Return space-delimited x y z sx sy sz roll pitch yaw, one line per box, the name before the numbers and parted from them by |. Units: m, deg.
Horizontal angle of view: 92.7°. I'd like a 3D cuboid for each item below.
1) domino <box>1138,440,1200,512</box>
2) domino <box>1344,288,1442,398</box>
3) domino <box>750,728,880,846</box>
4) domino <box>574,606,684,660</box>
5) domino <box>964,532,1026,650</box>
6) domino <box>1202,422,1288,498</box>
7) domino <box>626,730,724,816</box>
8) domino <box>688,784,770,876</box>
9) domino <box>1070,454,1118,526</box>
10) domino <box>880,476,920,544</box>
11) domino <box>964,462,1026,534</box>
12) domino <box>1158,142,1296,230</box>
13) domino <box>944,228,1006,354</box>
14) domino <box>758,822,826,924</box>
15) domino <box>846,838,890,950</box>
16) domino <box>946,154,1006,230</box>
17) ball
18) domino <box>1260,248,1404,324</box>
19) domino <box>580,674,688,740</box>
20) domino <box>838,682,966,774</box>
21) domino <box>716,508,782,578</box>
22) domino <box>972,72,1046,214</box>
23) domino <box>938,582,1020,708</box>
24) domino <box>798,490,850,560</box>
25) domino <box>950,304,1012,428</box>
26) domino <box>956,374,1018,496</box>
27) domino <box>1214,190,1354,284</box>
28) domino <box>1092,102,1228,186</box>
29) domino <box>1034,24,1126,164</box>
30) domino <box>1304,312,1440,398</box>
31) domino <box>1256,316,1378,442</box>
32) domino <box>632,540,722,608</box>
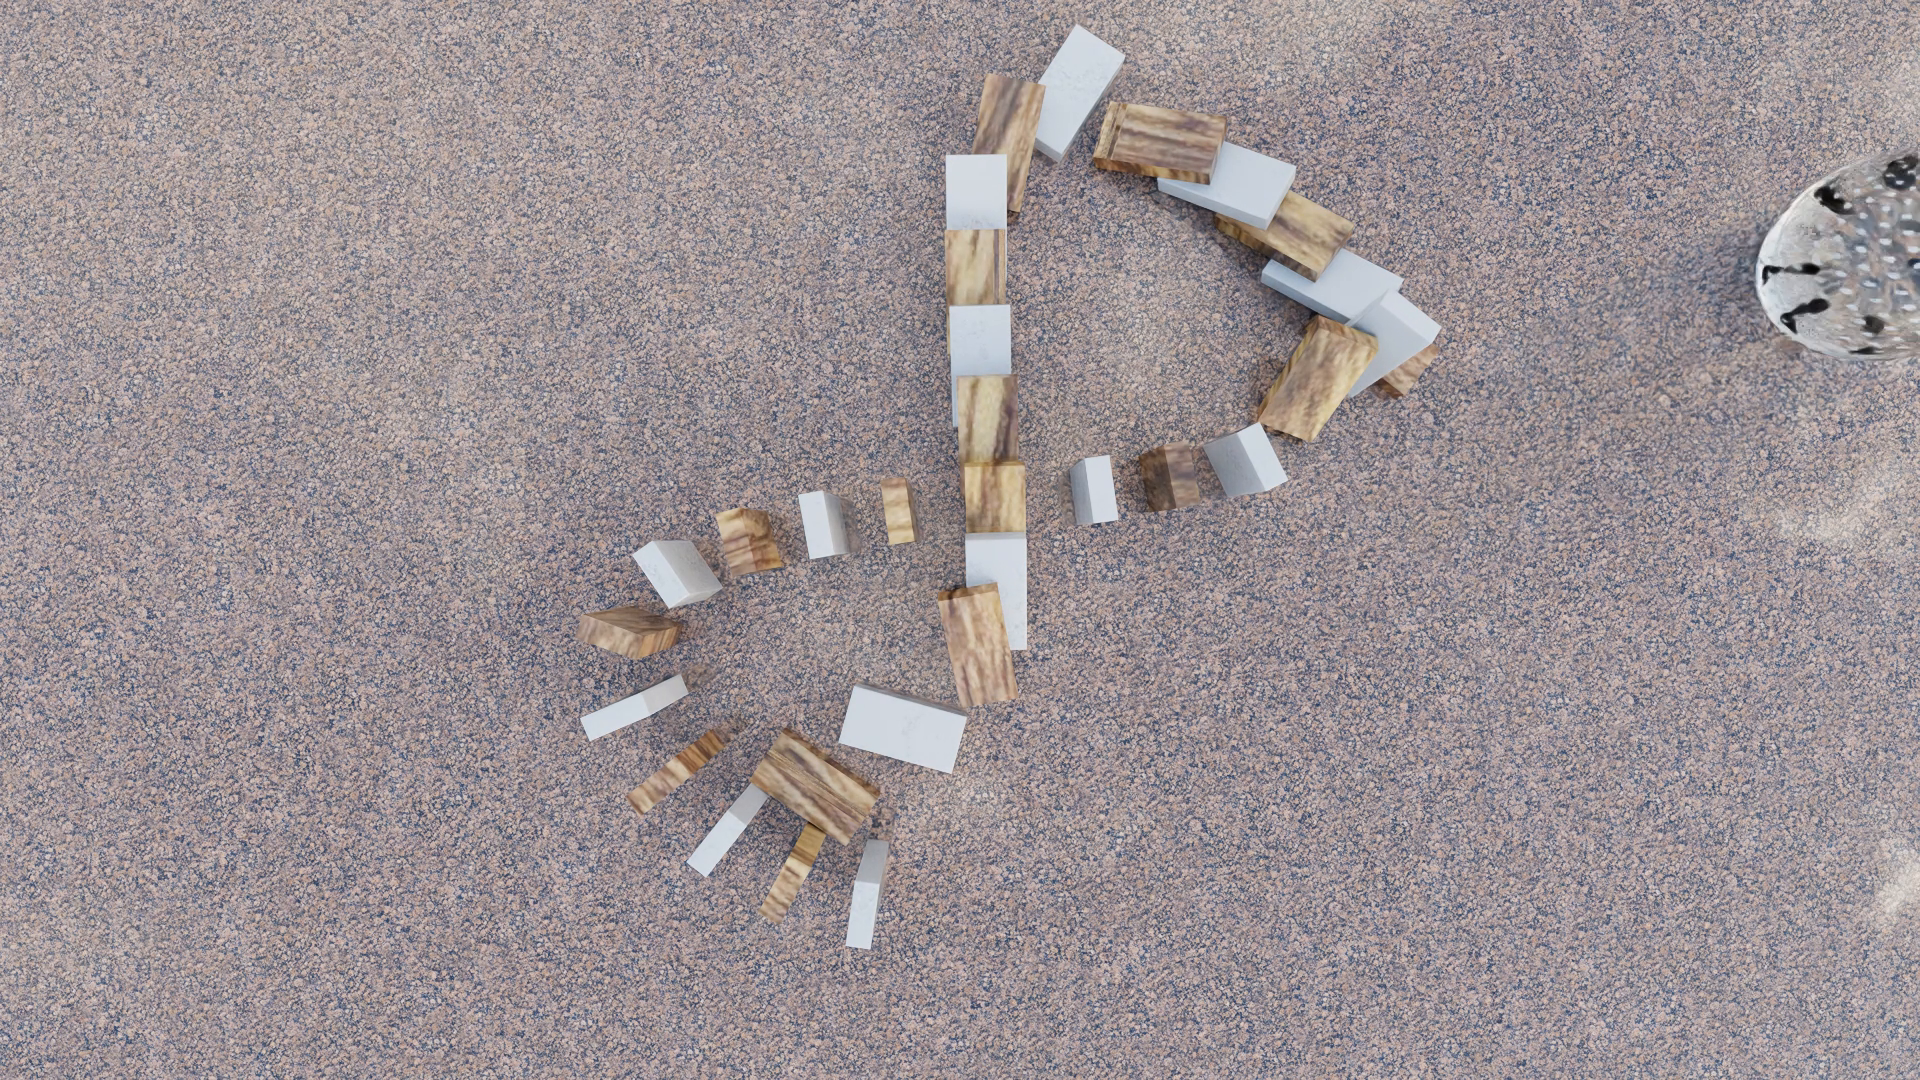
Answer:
domino | 0.085 -0.025 0.375 0.010 0.050 0.025 -12 90 0
domino | 0.168 -0.080 0.375 0.025 0.050 0.010 38 70 0
domino | -0.062 0.106 0.395 0.050 0.009 0.025 34 90 0
domino | -0.134 0.037 0.375 0.025 0.050 0.010 20 90 0
domino | 0.015 0.022 0.387 0.025 0.010 0.050 -2 109 0
domino | 0.116 -0.032 0.375 0.010 0.050 0.025 -26 90 0
domino | -0.115 0.094 0.375 0.025 0.050 0.009 -39 90 0
domino | -0.093 0.116 0.375 0.009 0.050 0.025 38 90 0
domino | 0.054 -0.019 0.375 0.010 0.050 0.025 -8 90 0
domino | -0.024 -0.011 0.375 0.009 0.050 0.025 -9 90 0
domino | 0.015 -0.008 0.389 0.025 0.009 0.050 -2 106 0
domino | 0.112 -0.153 0.388 0.050 0.010 0.025 29 90 19
domino | 0.007 -0.105 0.388 0.025 0.009 0.050 -1 108 0
domino | -0.067 0.134 0.375 0.009 0.050 0.025 29 90 0
domino | -0.037 0.143 0.375 0.010 0.050 0.025 8 90 0
domino | 0.007 -0.136 0.388 0.025 0.009 0.050 -1 108 0
ball | 0.365 -0.111 0.360 0.080 0.080 0.080 0 90 0
domino | 0.156 -0.110 0.387 0.050 0.009 0.025 36 89 19
domino | -0.132 0.068 0.375 0.025 0.050 0.010 -23 90 0
domino | -0.024 0.081 0.395 0.050 0.010 0.025 15 90 0
domino | -0.086 0.001 0.375 0.009 0.050 0.025 -15 90 0
domino | 0.019 -0.167 0.388 0.025 0.009 0.050 12 108 0
domino | 0.008 0.044 0.385 0.025 0.010 0.050 -11 109 3
domino | -0.055 -0.006 0.375 0.010 0.050 0.025 -10 90 0
domino | 0.009 -0.074 0.388 0.025 0.009 0.050 -2 108 0
domino | 0.012 -0.044 0.387 0.025 0.010 0.050 -2 109 0
domino | 0.136 -0.133 0.388 0.050 0.009 0.025 38 90 19
domino | 0.084 -0.168 0.388 0.050 0.010 0.025 17 89 18
domino | 0.046 -0.192 0.395 0.025 0.009 0.050 33 90 0
domino | 0.178 -0.087 0.395 0.050 0.010 0.025 38 90 0
domino | 0.147 -0.066 0.379 0.025 0.050 0.010 21 47 0
domino | -0.114 0.013 0.375 0.009 0.050 0.025 -35 90 0
